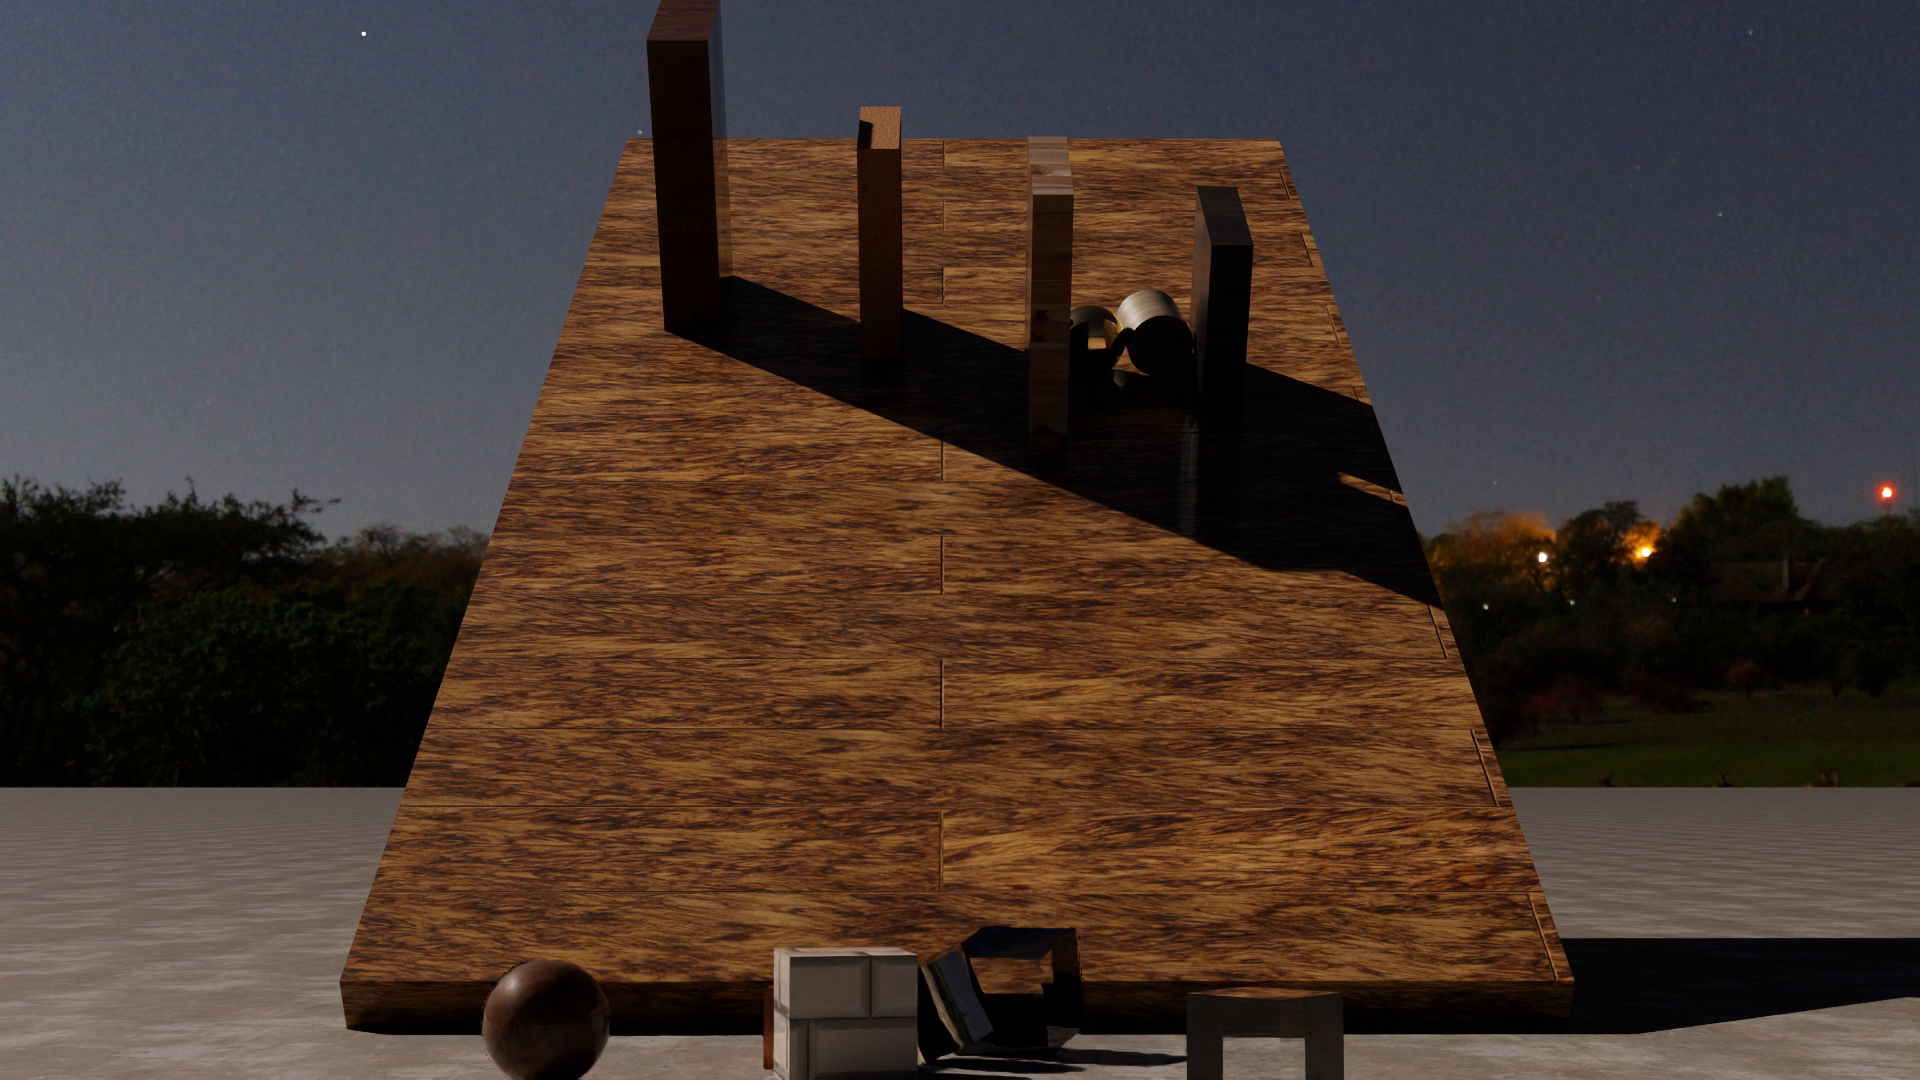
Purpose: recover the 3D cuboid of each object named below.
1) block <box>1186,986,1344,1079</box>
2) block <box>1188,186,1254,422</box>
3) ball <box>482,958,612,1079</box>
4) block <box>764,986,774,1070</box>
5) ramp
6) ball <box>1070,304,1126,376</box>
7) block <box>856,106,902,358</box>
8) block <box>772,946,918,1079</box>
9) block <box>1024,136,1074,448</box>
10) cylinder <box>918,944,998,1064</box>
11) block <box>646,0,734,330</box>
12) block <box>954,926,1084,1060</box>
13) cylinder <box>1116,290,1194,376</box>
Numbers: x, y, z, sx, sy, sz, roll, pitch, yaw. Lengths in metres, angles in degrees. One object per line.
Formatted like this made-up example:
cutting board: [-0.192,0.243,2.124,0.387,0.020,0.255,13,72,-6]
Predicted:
block: [0.382,0.637,3.002,0.140,0.140,0.140,-5,-8,41]
block: [0.618,-0.566,5.731,0.096,0.447,0.372,0,29,0]
ball: [-0.548,0.641,3.186,0.169,0.169,0.169,0,-6,0]
block: [-0.205,0.693,3.431,0.113,0.113,0.113,-2,-6,20]
ramp: [-0.012,-0.216,5.662,2.000,0.100,4.000,0,29,0]
ball: [0.318,-0.488,5.873,0.173,0.173,0.173,0,-6,0]
block: [-0.197,-0.768,5.987,0.100,0.545,0.306,0,29,0]
block: [-0.158,0.648,3.276,0.172,0.172,0.172,1,-6,-12]
block: [0.202,-0.573,5.560,0.089,0.623,0.372,0,29,0]
cylinder: [-0.029,0.670,3.472,0.127,0.127,0.127,-24,-4,-2]
block: [-0.680,-0.953,6.098,0.146,0.759,0.364,0,29,0]
block: [0.083,0.675,3.594,0.151,0.151,0.151,-3,8,24]
cylinder: [0.478,-0.512,5.928,0.162,0.162,0.162,1,29,-10]
